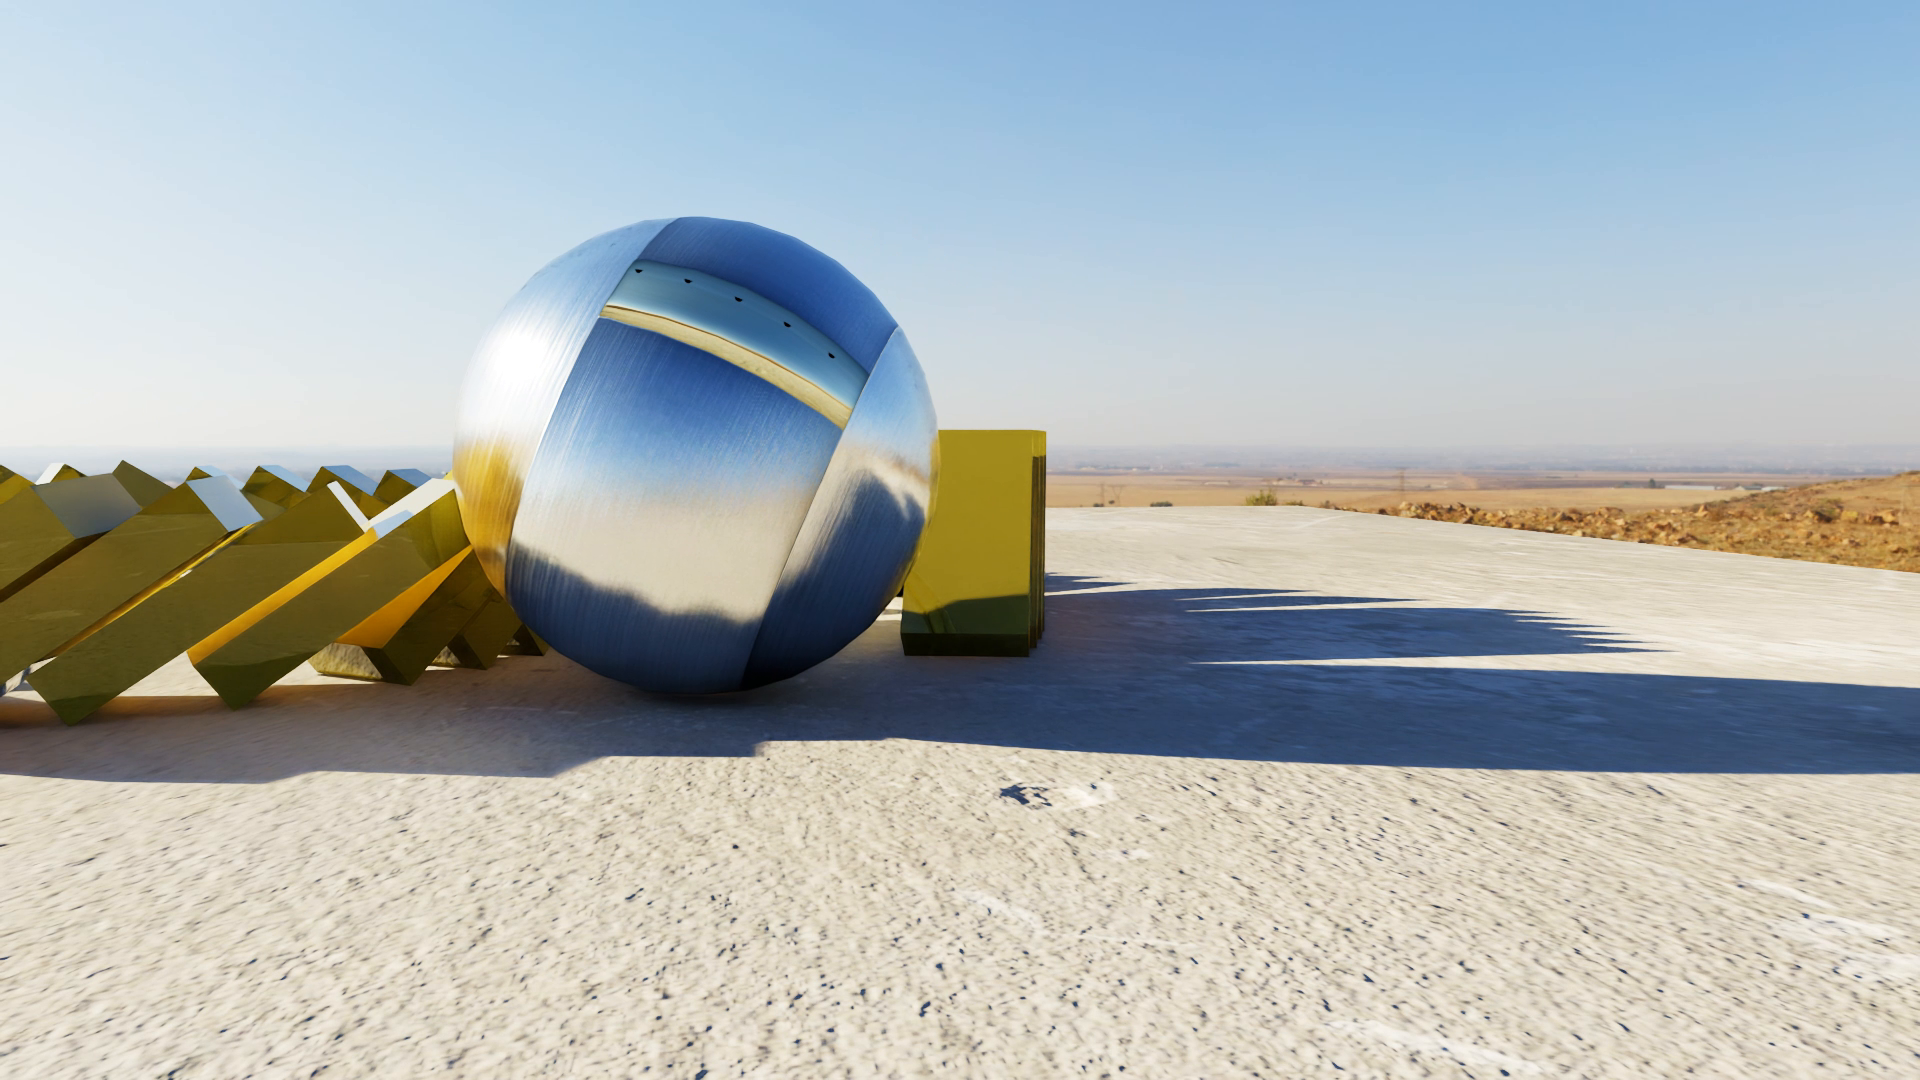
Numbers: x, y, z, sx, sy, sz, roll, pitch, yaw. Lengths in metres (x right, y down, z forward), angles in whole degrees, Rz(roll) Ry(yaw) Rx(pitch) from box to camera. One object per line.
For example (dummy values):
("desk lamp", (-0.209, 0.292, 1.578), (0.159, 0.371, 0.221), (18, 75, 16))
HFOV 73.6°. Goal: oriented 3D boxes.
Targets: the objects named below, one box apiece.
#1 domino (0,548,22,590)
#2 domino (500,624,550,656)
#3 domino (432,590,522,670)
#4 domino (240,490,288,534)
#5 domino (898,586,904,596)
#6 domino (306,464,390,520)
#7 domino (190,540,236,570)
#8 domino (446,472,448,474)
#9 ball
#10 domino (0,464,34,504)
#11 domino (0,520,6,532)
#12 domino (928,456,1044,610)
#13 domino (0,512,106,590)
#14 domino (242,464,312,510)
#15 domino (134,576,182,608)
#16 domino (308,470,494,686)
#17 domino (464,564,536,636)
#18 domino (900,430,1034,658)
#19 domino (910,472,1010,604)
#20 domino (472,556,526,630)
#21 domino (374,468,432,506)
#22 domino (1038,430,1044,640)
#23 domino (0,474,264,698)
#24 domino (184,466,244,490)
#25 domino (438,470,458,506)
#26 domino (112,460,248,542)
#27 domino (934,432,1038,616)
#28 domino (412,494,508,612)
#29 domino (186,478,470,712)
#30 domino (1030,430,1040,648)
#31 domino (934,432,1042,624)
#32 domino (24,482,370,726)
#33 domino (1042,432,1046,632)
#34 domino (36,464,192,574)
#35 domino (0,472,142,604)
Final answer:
("domino", (-0.285, -0.002, 0.344), (0.025, 0.009, 0.050), (-4, -31, 25))
("domino", (-0.090, 0.003, 0.275), (0.025, 0.010, 0.050), (1, 43, 18))
("domino", (-0.094, 0.004, 0.260), (0.025, 0.009, 0.050), (3, 43, 23))
("domino", (-0.168, 0.001, 0.335), (0.050, 0.010, 0.025), (22, -11, -1))
("domino", (-0.025, -0.001, 0.379), (0.025, 0.009, 0.050), (-4, 31, -43))
("domino", (-0.191, -0.008, 0.434), (0.050, 0.010, 0.025), (33, 0, -8))
("domino", (-0.187, 0.004, 0.323), (0.050, 0.010, 0.025), (18, -10, -18))
("domino", (-0.118, 0.000, 0.333), (0.025, 0.009, 0.050), (0, 34, -27))
("ball", (-0.043, -0.014, 0.218), (0.080, 0.080, 0.080), (0, 4, 0))
("domino", (-0.265, -0.004, 0.379), (0.025, 0.010, 0.050), (2, -31, 40))
("domino", (-0.171, 0.010, 0.189), (0.050, 0.010, 0.025), (-33, 5, 8))
("domino", (0.008, -0.003, 0.345), (0.025, 0.009, 0.050), (6, 41, 5))
("domino", (-0.275, -0.002, 0.365), (0.025, 0.009, 0.050), (3, -27, 39))
("domino", (-0.210, -0.007, 0.428), (0.050, 0.010, 0.025), (33, -5, -14))
("domino", (-0.199, 0.015, 0.298), (0.050, 0.010, 0.025), (-4, 6, -42))
("domino", (-0.100, 0.005, 0.245), (0.025, 0.010, 0.050), (3, 43, 27))
("domino", (-0.094, 0.001, 0.297), (0.025, 0.010, 0.050), (2, 41, -3))
("domino", (0.002, 0.000, 0.267), (0.025, 0.050, 0.010), (0, -33, 4))
("domino", (-0.003, -0.002, 0.362), (0.025, 0.009, 0.050), (-1, 36, -9))
("domino", (-0.105, 0.002, 0.315), (0.025, 0.010, 0.050), (-1, 35, -19))
("domino", (-0.171, -0.007, 0.438), (0.050, 0.010, 0.025), (31, 2, -4))
("domino", (0.006, -0.002, 0.290), (0.025, 0.050, 0.010), (0, -33, 4))
("domino", (-0.137, 0.009, 0.202), (0.050, 0.010, 0.025), (-38, 15, -11))
("domino", (-0.226, -0.007, 0.420), (0.050, 0.009, 0.025), (34, -7, -19))
("domino", (-0.150, -0.007, 0.441), (0.050, 0.009, 0.025), (31, 7, 3))
("domino", (-0.244, -0.007, 0.406), (0.050, 0.009, 0.025), (38, -20, -29))
("domino", (0.007, -0.005, 0.326), (0.025, 0.050, 0.010), (0, -33, 2))
("domino", (-0.132, 0.002, 0.348), (0.025, 0.009, 0.050), (-3, 28, -30))
("domino", (-0.108, 0.008, 0.223), (0.050, 0.010, 0.025), (-41, 24, -25))
("domino", (0.004, -0.001, 0.278), (0.025, 0.050, 0.009), (0, -33, 4))
("domino", (0.007, -0.004, 0.314), (0.025, 0.050, 0.010), (0, -33, 2))
("domino", (-0.122, 0.009, 0.210), (0.050, 0.010, 0.025), (-37, 17, -16))
("domino", (0.008, -0.003, 0.302), (0.025, 0.050, 0.010), (0, -33, 4))
("domino", (-0.254, -0.005, 0.394), (0.025, 0.010, 0.050), (4, -30, 47))
("domino", (-0.153, 0.009, 0.195), (0.050, 0.009, 0.025), (-36, 12, -4))
